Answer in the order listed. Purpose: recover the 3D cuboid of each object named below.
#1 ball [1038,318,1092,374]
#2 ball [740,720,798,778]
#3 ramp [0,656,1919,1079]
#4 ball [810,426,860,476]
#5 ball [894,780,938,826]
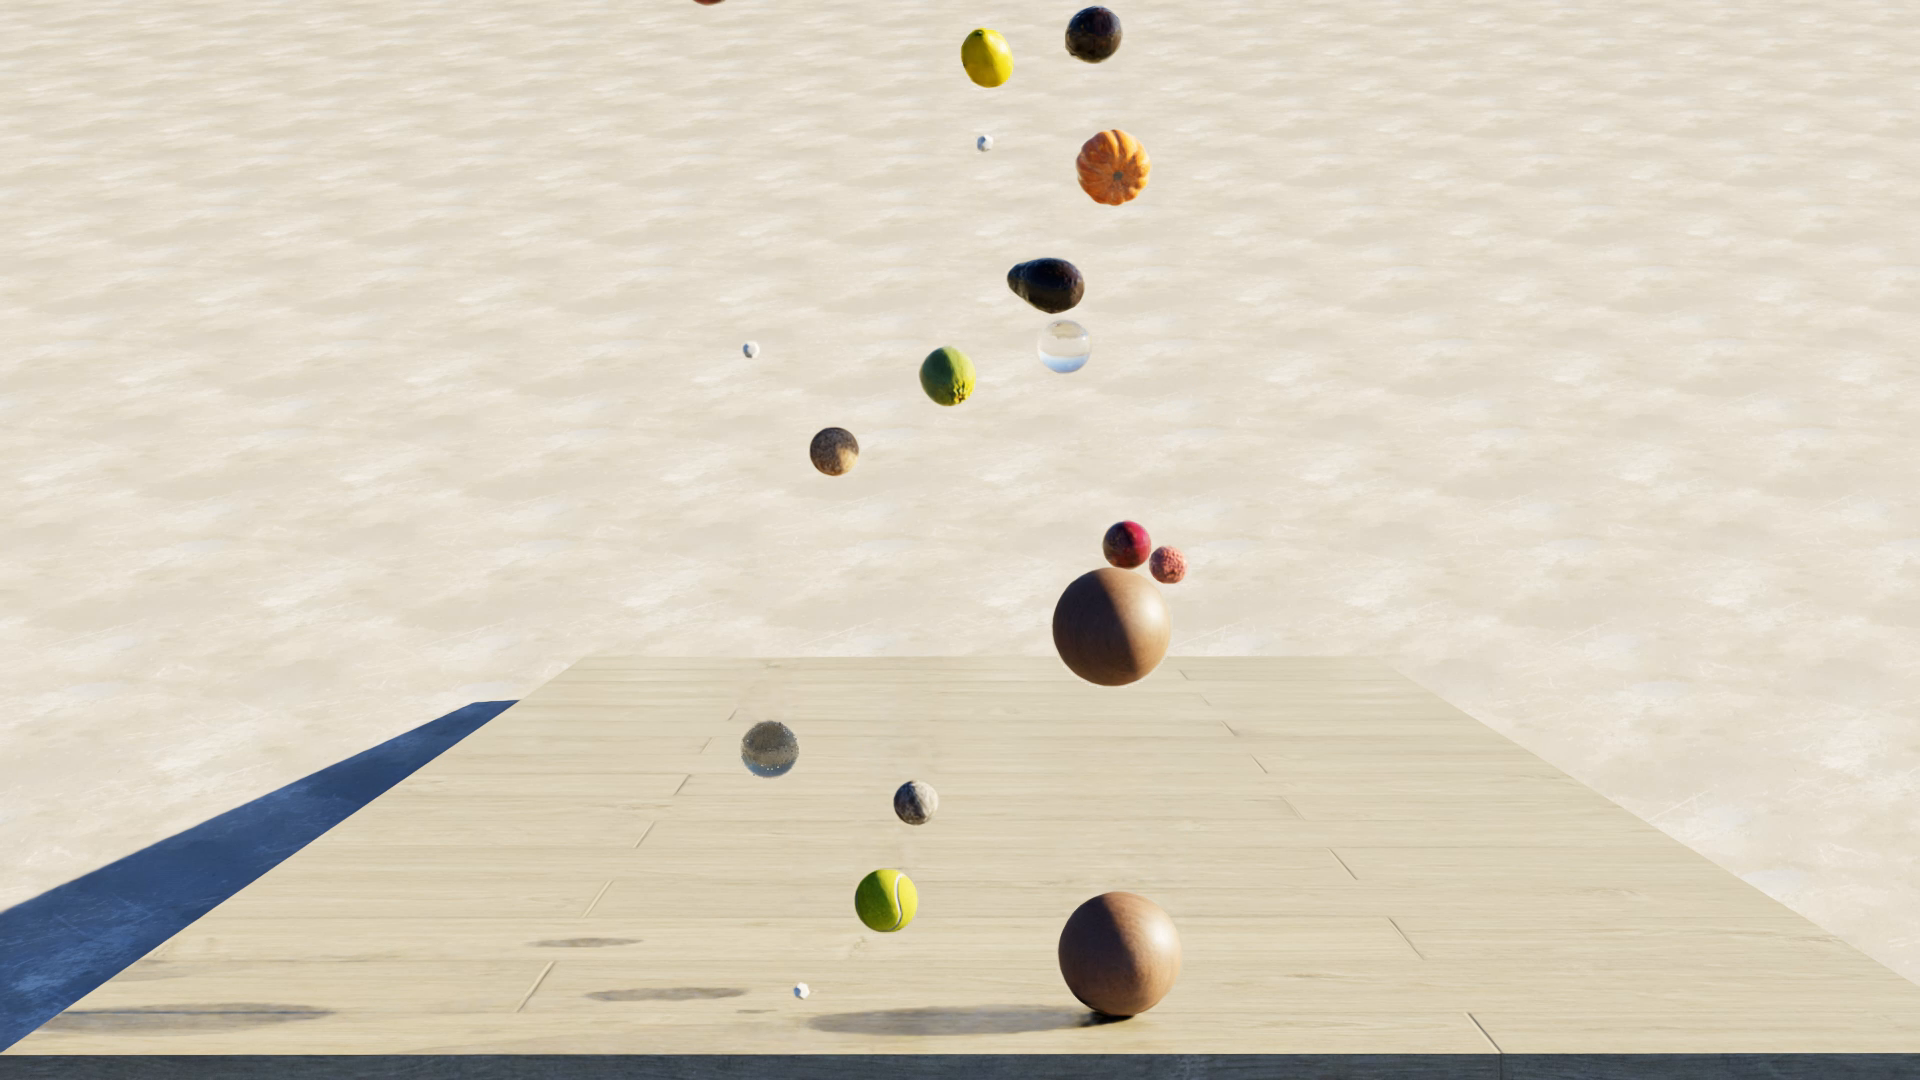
[{"bbox_3d":[0.114,-0.211,2.804,0.060,0.060,0.060,0,21,0],"label":"ball"},{"bbox_3d":[-0.204,0.224,2.749,0.062,0.062,0.062,0,21,0],"label":"ball"},{"bbox_3d":[0.050,0.451,4.532,2.000,0.100,4.000,0,3,0],"label":"ramp"},{"bbox_3d":[-0.136,-0.096,2.779,0.054,0.054,0.054,0,21,0],"label":"ball"},{"bbox_3d":[-0.053,0.316,3.098,0.054,0.054,0.054,0,21,0],"label":"ball"}]
